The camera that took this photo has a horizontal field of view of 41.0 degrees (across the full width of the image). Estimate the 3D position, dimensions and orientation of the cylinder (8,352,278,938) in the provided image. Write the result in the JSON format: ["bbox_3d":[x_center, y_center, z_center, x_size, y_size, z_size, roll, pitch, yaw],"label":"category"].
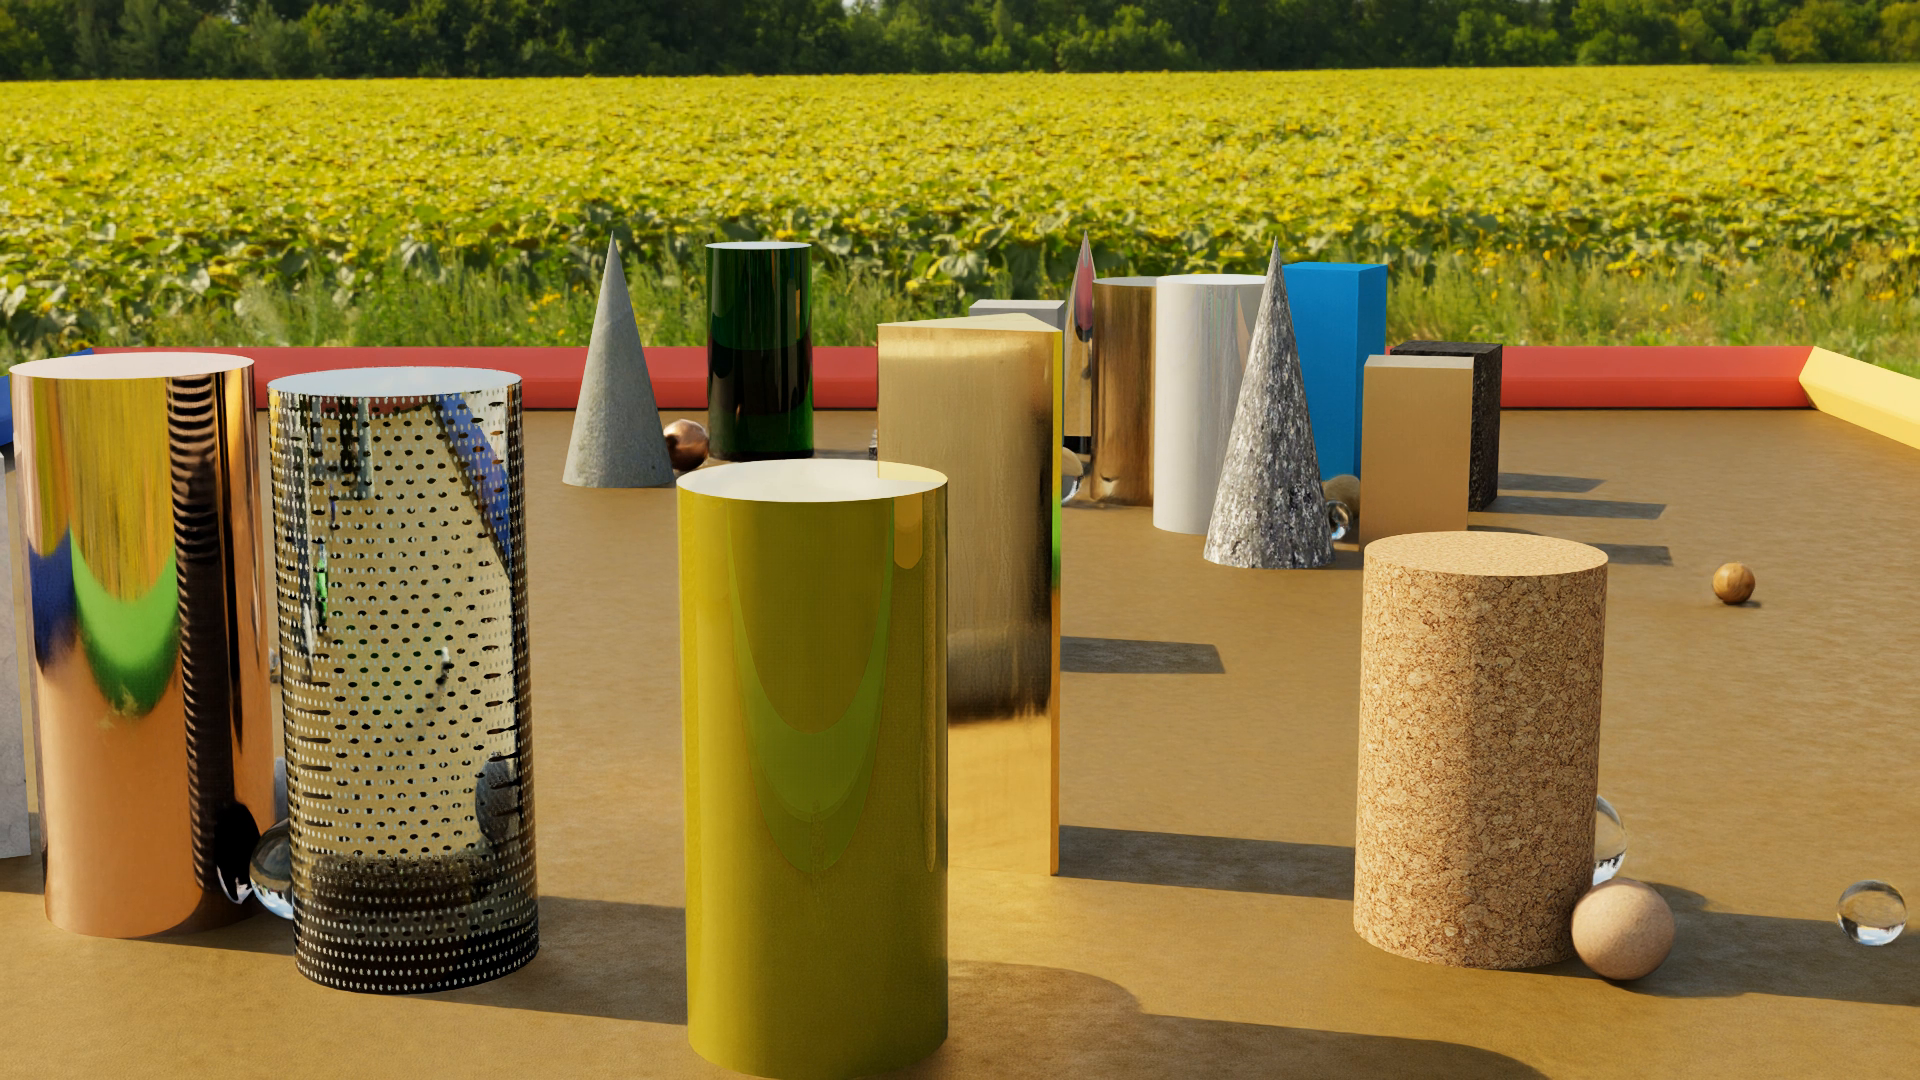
[{"bbox_3d":[-0.702,0.085,2.223,0.199,0.475,0.199,0,10,0],"label":"cylinder"}]

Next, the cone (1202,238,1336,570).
[{"bbox_3d":[0.465,-0.213,3.811,0.199,0.483,0.199,0,10,0],"label":"cone"}]

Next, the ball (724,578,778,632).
[{"bbox_3d":[-0.272,0.085,3.338,0.070,0.070,0.070,0,10,0],"label":"ball"}]

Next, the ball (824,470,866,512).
[{"bbox_3d":[-0.188,-0.080,4.230,0.069,0.069,0.069,0,10,0],"label":"ball"}]

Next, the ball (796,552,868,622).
[{"bbox_3d":[-0.169,0.062,3.398,0.093,0.093,0.093,0,10,0],"label":"ball"}]

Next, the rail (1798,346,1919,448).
[{"bbox_3d":[1.831,0.031,3.459,0.045,0.129,4.230,0,10,0],"label":"rail"}]

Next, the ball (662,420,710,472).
[{"bbox_3d":[-0.500,-0.172,4.650,0.093,0.093,0.093,0,10,0],"label":"ball"}]

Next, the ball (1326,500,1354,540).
[{"bbox_3d":[0.581,-0.031,3.989,0.060,0.060,0.060,0,10,0],"label":"ball"}]

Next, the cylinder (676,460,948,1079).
[{"bbox_3d":[-0.108,0.165,1.923,0.199,0.427,0.199,0,10,0],"label":"cylinder"}]

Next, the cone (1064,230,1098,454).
[{"bbox_3d":[0.240,-0.388,4.927,0.199,0.421,0.199,0,10,0],"label":"cone"}]

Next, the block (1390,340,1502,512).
[{"bbox_3d":[0.815,-0.194,4.315,0.159,0.263,0.159,4,11,21],"label":"block"}]

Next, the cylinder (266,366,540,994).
[{"bbox_3d":[-0.451,0.108,2.091,0.199,0.478,0.199,0,10,0],"label":"cylinder"}]

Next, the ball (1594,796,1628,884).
[{"bbox_3d":[0.547,0.268,2.286,0.093,0.093,0.093,0,10,0],"label":"ball"}]

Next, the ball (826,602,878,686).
[{"bbox_3d":[-0.110,0.124,3.046,0.099,0.099,0.099,0,10,0],"label":"ball"}]

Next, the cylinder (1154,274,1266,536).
[{"bbox_3d":[0.410,-0.219,4.089,0.199,0.394,0.199,0,10,0],"label":"cylinder"}]

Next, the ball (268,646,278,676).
[{"bbox_3d":[-0.841,0.146,3.087,0.040,0.040,0.040,0,10,0],"label":"ball"}]

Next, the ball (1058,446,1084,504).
[{"bbox_3d":[0.159,-0.110,4.313,0.098,0.098,0.098,0,10,0],"label":"ball"}]

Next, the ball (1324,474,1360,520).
[{"bbox_3d":[0.622,-0.067,4.145,0.076,0.076,0.076,0,10,0],"label":"ball"}]

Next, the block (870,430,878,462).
[{"bbox_3d":[-0.031,0.003,3.238,0.159,0.267,0.159,0,10,1],"label":"block"}]

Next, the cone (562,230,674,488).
[{"bbox_3d":[-0.609,-0.327,4.538,0.199,0.443,0.199,0,10,0],"label":"cone"}]

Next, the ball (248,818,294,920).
[{"bbox_3d":[-0.566,0.283,2.212,0.090,0.090,0.090,0,10,0],"label":"ball"}]

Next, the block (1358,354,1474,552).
[{"bbox_3d":[0.699,-0.132,3.926,0.159,0.283,0.159,2,11,12],"label":"block"}]

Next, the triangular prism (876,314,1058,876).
[{"bbox_3d":[0.031,0.043,2.390,0.172,0.496,0.149,4,11,20],"label":"triangular prism"}]

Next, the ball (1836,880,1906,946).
[{"bbox_3d":[0.764,0.312,2.150,0.055,0.055,0.055,0,10,0],"label":"ball"}]

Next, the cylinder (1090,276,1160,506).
[{"bbox_3d":[0.322,-0.255,4.353,0.199,0.368,0.199,0,10,0],"label":"cylinder"}]

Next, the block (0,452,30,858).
[{"bbox_3d":[-0.974,0.102,2.403,0.159,0.376,0.159,-5,12,-25],"label":"block"}]

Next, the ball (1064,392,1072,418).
[{"bbox_3d":[0.201,-0.281,5.339,0.061,0.061,0.061,0,10,0],"label":"ball"}]

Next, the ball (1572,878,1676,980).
[{"bbox_3d":[0.535,0.314,2.070,0.082,0.082,0.082,0,10,0],"label":"ball"}]

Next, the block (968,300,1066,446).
[{"bbox_3d":[0.105,-0.282,4.693,0.159,0.299,0.159,1,11,7],"label":"block"}]

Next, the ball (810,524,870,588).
[{"bbox_3d":[-0.159,0.028,3.563,0.099,0.099,0.099,0,10,0],"label":"ball"}]

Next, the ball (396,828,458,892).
[{"bbox_3d":[-0.476,0.286,2.292,0.055,0.055,0.055,0,10,0],"label":"ball"}]

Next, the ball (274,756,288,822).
[{"bbox_3d":[-0.629,0.247,2.413,0.088,0.088,0.088,0,10,0],"label":"ball"}]

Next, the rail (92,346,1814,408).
[{"bbox_3d":[-0.012,-0.347,5.505,3.709,0.129,0.045,0,10,0],"label":"rail"}]

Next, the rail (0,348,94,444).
[{"bbox_3d":[-1.831,0.035,3.438,0.045,0.129,4.230,0,10,0],"label":"rail"}]

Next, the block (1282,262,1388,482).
[{"bbox_3d":[0.660,-0.303,4.601,0.159,0.374,0.159,5,12,27],"label":"block"}]

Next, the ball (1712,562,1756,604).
[{"bbox_3d":[1.061,0.059,3.515,0.056,0.056,0.056,0,10,0],"label":"ball"}]

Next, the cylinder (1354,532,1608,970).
[{"bbox_3d":[0.437,0.171,2.163,0.199,0.327,0.199,0,10,0],"label":"cylinder"}]

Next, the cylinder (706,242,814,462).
[{"bbox_3d":[-0.377,-0.356,4.828,0.199,0.395,0.199,0,10,0],"label":"cylinder"}]
